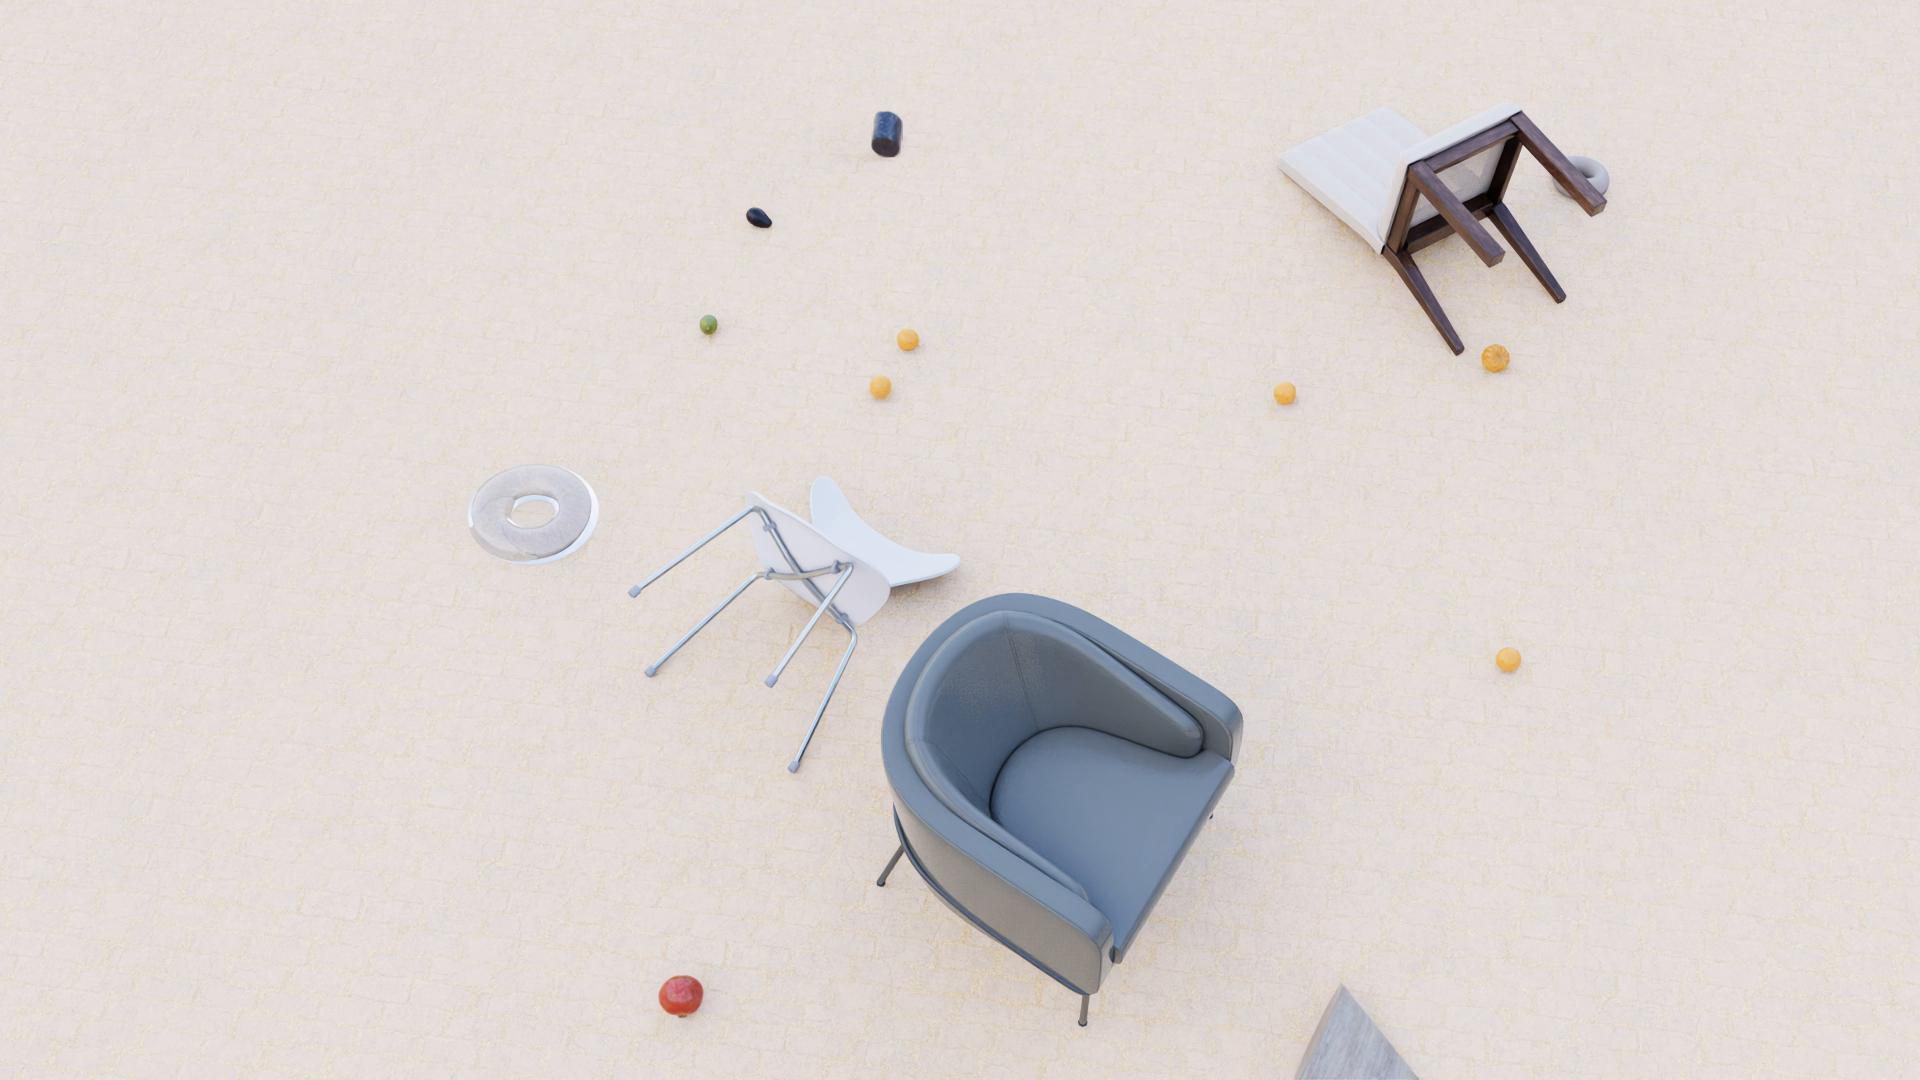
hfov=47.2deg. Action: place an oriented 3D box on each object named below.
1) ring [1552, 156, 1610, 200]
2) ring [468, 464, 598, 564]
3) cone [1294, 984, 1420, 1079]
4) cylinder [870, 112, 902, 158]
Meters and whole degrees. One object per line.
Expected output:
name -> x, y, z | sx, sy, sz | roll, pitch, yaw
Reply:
ring -> 2.067, -1.205, 7.325 | 0.190, 0.098, 0.142 | 21, 61, 15
ring -> -1.275, -0.079, 6.568 | 0.394, 0.099, 0.348 | 1, 57, 2
cone -> 1.069, 1.355, 5.625 | 0.351, 0.131, 0.315 | 29, 64, 6
cylinder -> -0.249, -1.373, 7.438 | 0.105, 0.086, 0.121 | 31, 49, -33
